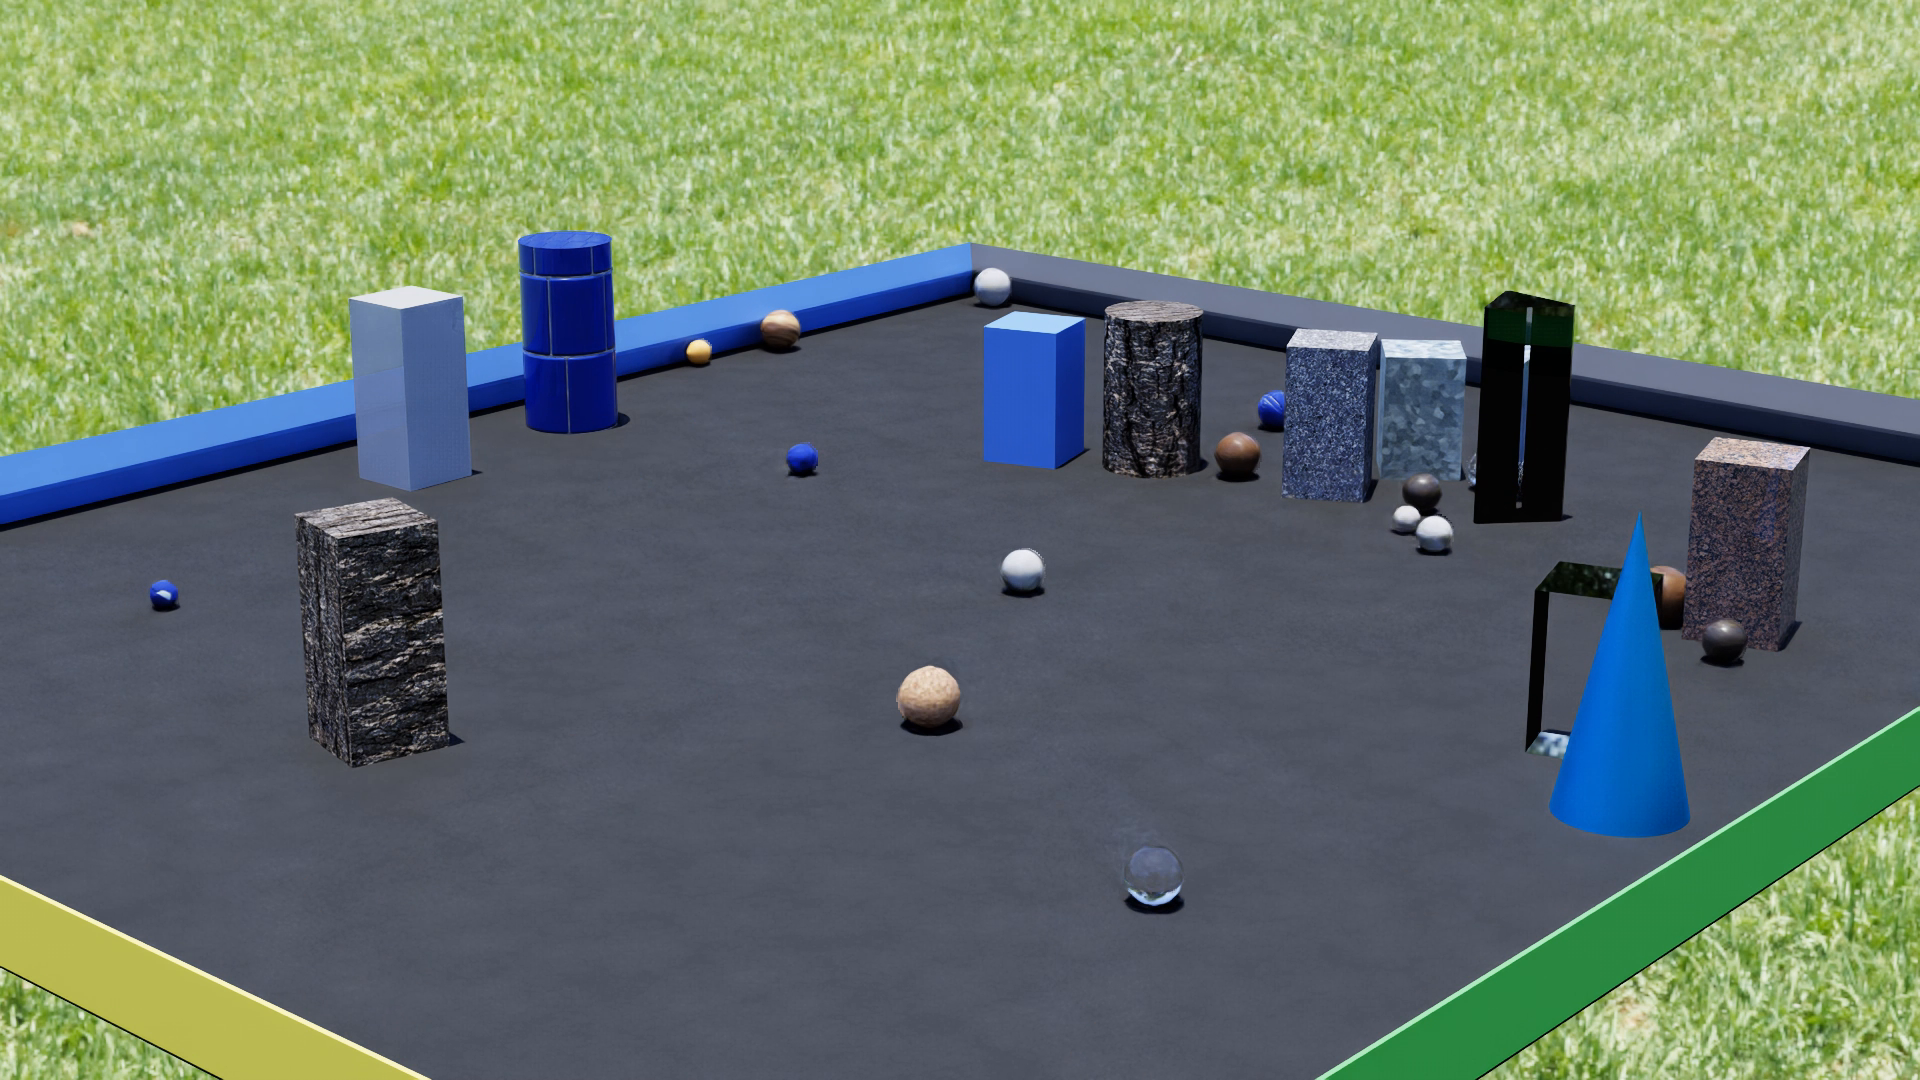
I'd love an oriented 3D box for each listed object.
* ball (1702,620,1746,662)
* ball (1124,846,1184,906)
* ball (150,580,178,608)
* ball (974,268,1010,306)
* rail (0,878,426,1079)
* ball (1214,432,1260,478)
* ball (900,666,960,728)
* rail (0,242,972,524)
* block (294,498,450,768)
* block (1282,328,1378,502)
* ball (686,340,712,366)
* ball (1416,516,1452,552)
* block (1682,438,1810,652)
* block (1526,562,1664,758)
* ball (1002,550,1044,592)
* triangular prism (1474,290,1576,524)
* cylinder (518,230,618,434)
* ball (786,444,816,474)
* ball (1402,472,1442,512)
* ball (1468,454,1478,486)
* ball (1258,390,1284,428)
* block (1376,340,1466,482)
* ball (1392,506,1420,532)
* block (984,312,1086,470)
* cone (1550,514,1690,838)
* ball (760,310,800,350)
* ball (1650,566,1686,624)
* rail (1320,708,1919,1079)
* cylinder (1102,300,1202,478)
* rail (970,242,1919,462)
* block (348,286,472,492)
[{"bbox_3d":[1.246,0.165,4.785,0.069,0.069,0.069,0,17,0],"label":"ball"},{"bbox_3d":[0.255,0.440,3.853,0.079,0.079,0.079,0,17,0],"label":"ball"},{"bbox_3d":[-1.373,0.094,5.057,0.048,0.048,0.048,0,17,0],"label":"ball"},{"bbox_3d":[0.081,-0.639,7.407,0.095,0.095,0.095,0,17,0],"label":"ball"},{"bbox_3d":[-1.259,0.451,3.731,3.307,0.128,0.045,14,22,39],"label":"rail"},{"bbox_3d":[0.555,-0.170,5.859,0.090,0.090,0.090,0,17,0],"label":"ball"},{"bbox_3d":[-0.046,0.240,4.491,0.094,0.094,0.094,0,17,0],"label":"ball"},{"bbox_3d":[-1.231,-0.276,6.143,0.045,0.128,3.888,14,22,39],"label":"rail"},{"bbox_3d":[-0.879,0.136,4.386,0.157,0.354,0.157,-11,20,-33],"label":"block"},{"bbox_3d":[0.723,-0.244,5.737,0.157,0.303,0.157,4,17,13],"label":"block"},{"bbox_3d":[-0.605,-0.434,6.792,0.057,0.057,0.057,0,17,0],"label":"ball"},{"bbox_3d":[0.869,-0.011,5.373,0.066,0.066,0.066,0,17,0],"label":"ball"},{"bbox_3d":[1.311,0.006,4.893,0.157,0.311,0.157,8,18,24],"label":"block"},{"bbox_3d":[0.951,0.185,4.394,0.157,0.256,0.157,7,18,23],"label":"block"},{"bbox_3d":[0.110,0.054,5.141,0.075,0.075,0.075,0,17,0],"label":"ball"},{"bbox_3d":[1.052,-0.255,5.574,0.170,0.417,0.148,-2,17,-6],"label":"triangular prism"},{"bbox_3d":[-0.831,-0.441,6.225,0.197,0.398,0.197,0,17,0],"label":"cylinder"},{"bbox_3d":[-0.318,-0.163,5.887,0.061,0.061,0.061,0,17,0],"label":"ball"},{"bbox_3d":[0.887,-0.092,5.627,0.075,0.075,0.075,0,17,0],"label":"ball"},{"bbox_3d":[1.040,-0.138,5.771,0.079,0.079,0.079,0,17,0],"label":"ball"},{"bbox_3d":[0.673,-0.277,6.230,0.080,0.080,0.080,0,17,0],"label":"ball"},{"bbox_3d":[0.924,-0.261,5.885,0.157,0.250,0.157,1,17,4],"label":"block"},{"bbox_3d":[0.837,-0.039,5.492,0.052,0.052,0.052,0,17,0],"label":"ball"},{"bbox_3d":[0.152,-0.307,5.985,0.157,0.280,0.157,7,18,23],"label":"block"},{"bbox_3d":[0.938,0.172,4.108,0.197,0.446,0.197,0,17,0],"label":"cone"},{"bbox_3d":[-0.425,-0.497,6.939,0.093,0.093,0.093,0,17,0],"label":"ball"},{"bbox_3d":[1.191,0.093,4.973,0.098,0.098,0.098,0,17,0],"label":"ball"},{"bbox_3d":[1.231,0.340,4.097,0.045,0.128,3.888,14,22,39],"label":"rail"},{"bbox_3d":[0.388,-0.304,5.906,0.197,0.320,0.197,0,17,0],"label":"cylinder"},{"bbox_3d":[1.259,-0.386,6.508,3.307,0.128,0.045,14,22,39],"label":"rail"},{"bbox_3d":[-1.090,-0.303,5.821,0.157,0.366,0.157,14,21,38],"label":"block"}]
